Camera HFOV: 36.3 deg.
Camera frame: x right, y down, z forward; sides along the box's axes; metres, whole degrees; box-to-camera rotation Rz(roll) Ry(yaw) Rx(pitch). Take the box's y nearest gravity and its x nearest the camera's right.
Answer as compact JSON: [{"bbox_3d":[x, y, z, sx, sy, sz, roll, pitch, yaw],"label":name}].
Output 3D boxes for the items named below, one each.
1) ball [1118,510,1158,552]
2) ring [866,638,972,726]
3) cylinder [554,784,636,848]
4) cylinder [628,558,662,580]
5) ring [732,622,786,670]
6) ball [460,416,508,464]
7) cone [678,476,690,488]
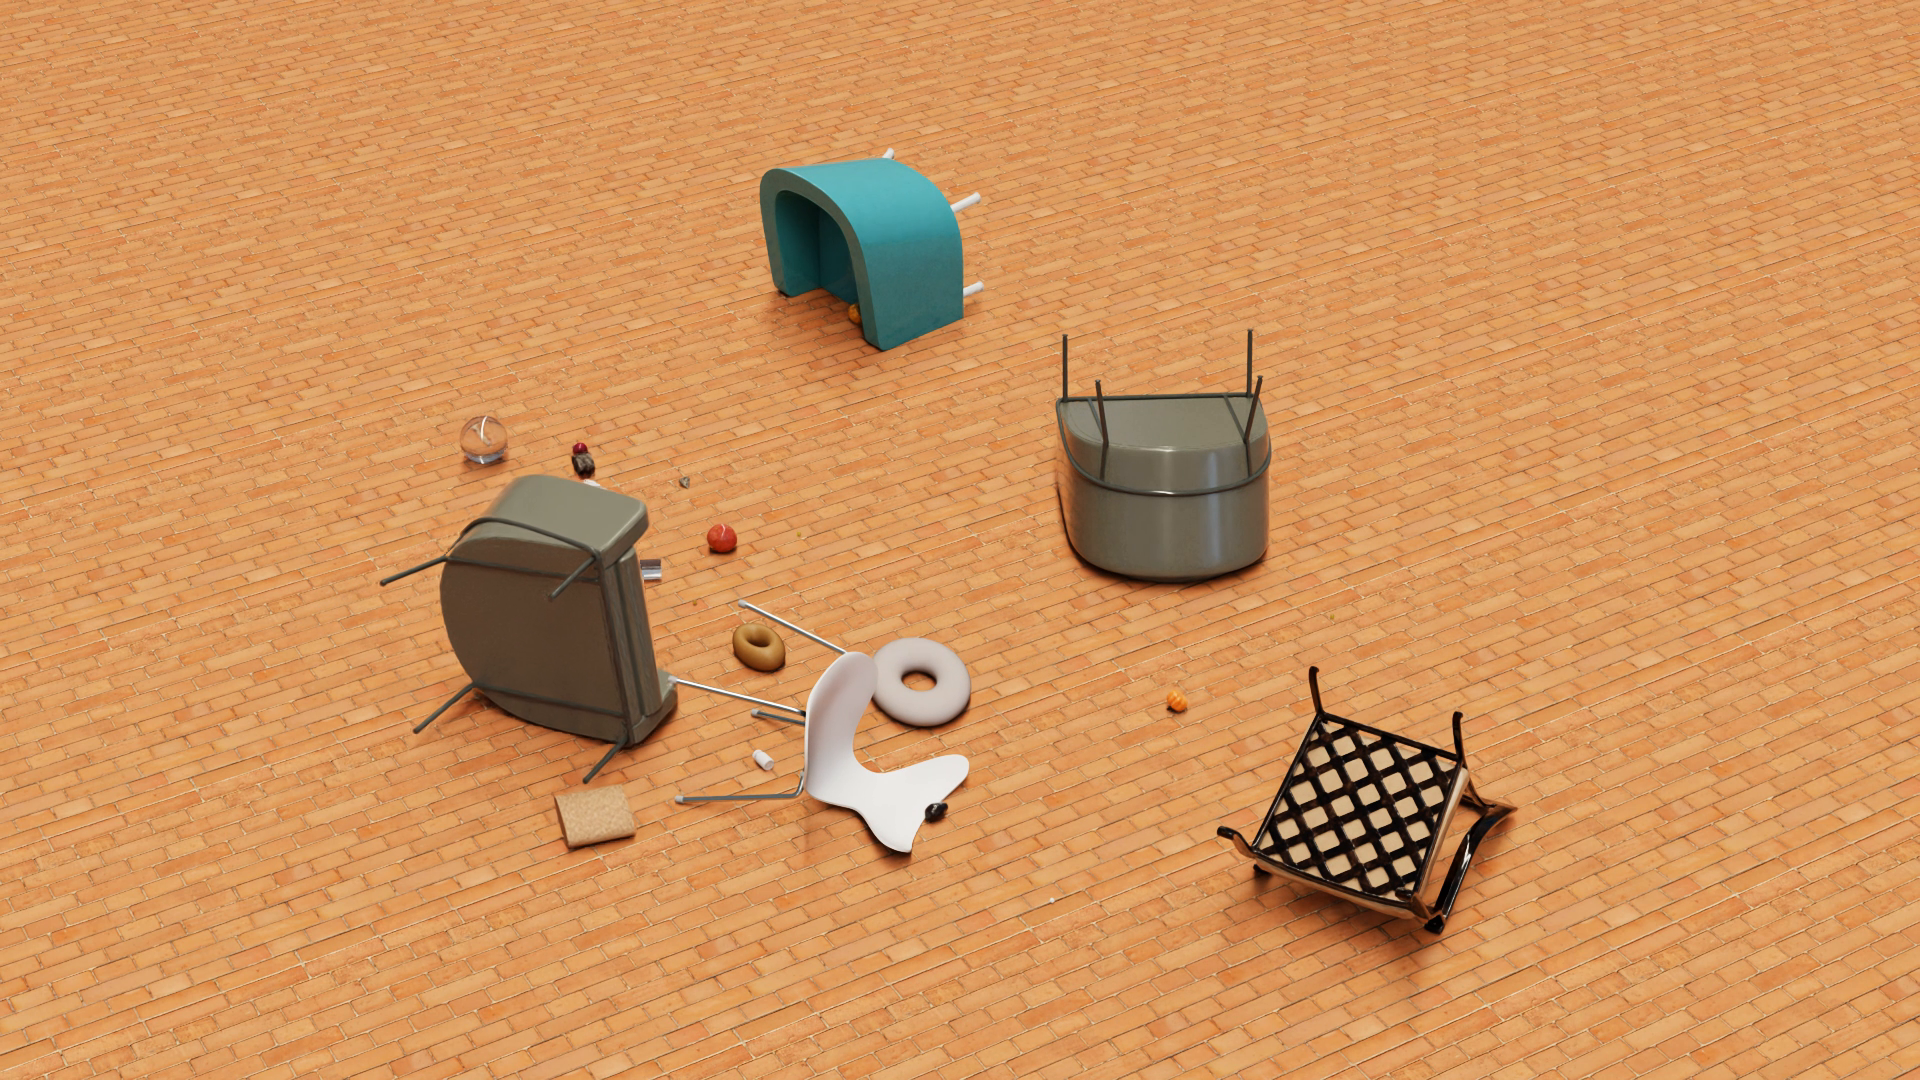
[{"bbox_3d":[0.657,-0.033,10.858,0.150,0.150,0.150,0,33,0],"label":"ball"},{"bbox_3d":[-0.141,0.487,10.123,0.354,0.092,0.490,-8,34,-11],"label":"ring"},{"bbox_3d":[-1.185,0.892,9.504,0.217,0.094,0.235,-10,38,-15],"label":"cylinder"},{"bbox_3d":[-1.152,0.107,10.739,0.118,0.046,0.121,-6,30,0],"label":"cylinder"},{"bbox_3d":[-0.706,0.375,10.298,0.161,0.088,0.249,-22,38,-27],"label":"ring"},{"bbox_3d":[-1.846,-0.389,11.366,0.186,0.186,0.186,0,33,0],"label":"ball"},{"bbox_3d":[-1.050,-0.212,11.252,0.049,0.034,0.049,-12,55,-21],"label":"cone"}]
